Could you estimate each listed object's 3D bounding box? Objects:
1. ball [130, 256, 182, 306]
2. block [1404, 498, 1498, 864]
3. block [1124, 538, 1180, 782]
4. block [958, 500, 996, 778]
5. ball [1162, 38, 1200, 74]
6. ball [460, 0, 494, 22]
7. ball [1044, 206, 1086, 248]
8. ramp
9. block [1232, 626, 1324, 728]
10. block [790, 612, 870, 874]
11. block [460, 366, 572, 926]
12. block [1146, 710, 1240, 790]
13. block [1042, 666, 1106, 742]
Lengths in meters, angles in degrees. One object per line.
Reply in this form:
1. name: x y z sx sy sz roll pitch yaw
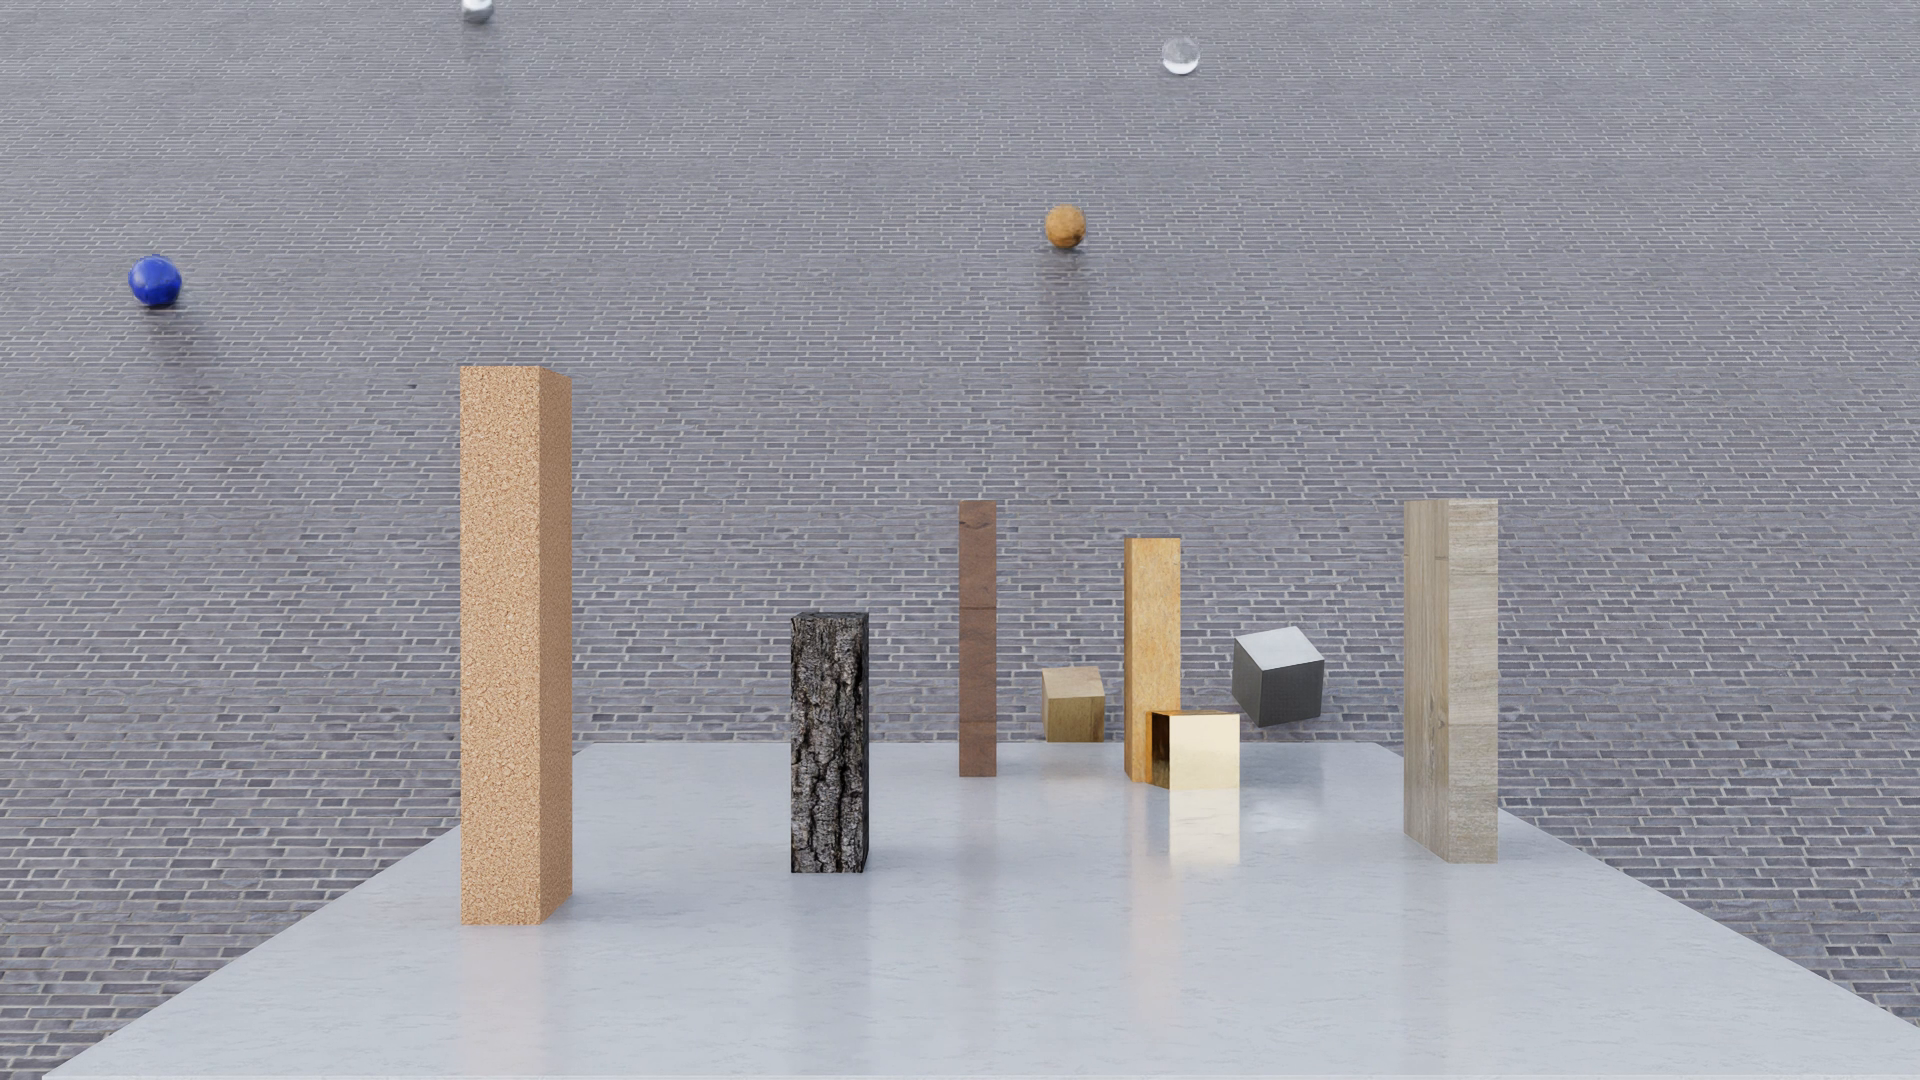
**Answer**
1. ball: -2.873 -0.923 9.235 0.178 0.178 0.178 0 29 0
2. block: 0.847 0.232 4.481 0.081 0.602 0.432 0 0 0
3. block: 0.426 0.260 5.754 0.105 0.529 0.274 0 0 0
4. block: 0.039 0.218 5.911 0.083 0.612 0.368 0 0 0
5. ball: 0.979 -2.146 11.464 0.162 0.162 0.162 0 29 0
6. ball: -2.262 -2.500 12.114 0.152 0.152 0.152 0 29 0
7. ball: 0.397 -1.173 9.709 0.158 0.158 0.158 0 29 0
8. ramp: 0.065 0.582 4.629 2.000 0.100 4.000 0 0 0
9. block: 0.848 0.365 6.904 0.180 0.180 0.180 -9 30 -16
10. block: -0.214 0.330 4.306 0.115 0.409 0.306 0 0 0
11. block: -0.643 0.147 3.768 0.110 0.782 0.306 0 0 0
12. block: 0.498 0.448 5.543 0.156 0.156 0.156 0 0 -15
13. block: 0.297 0.437 6.806 0.149 0.149 0.149 -2 29 -4
